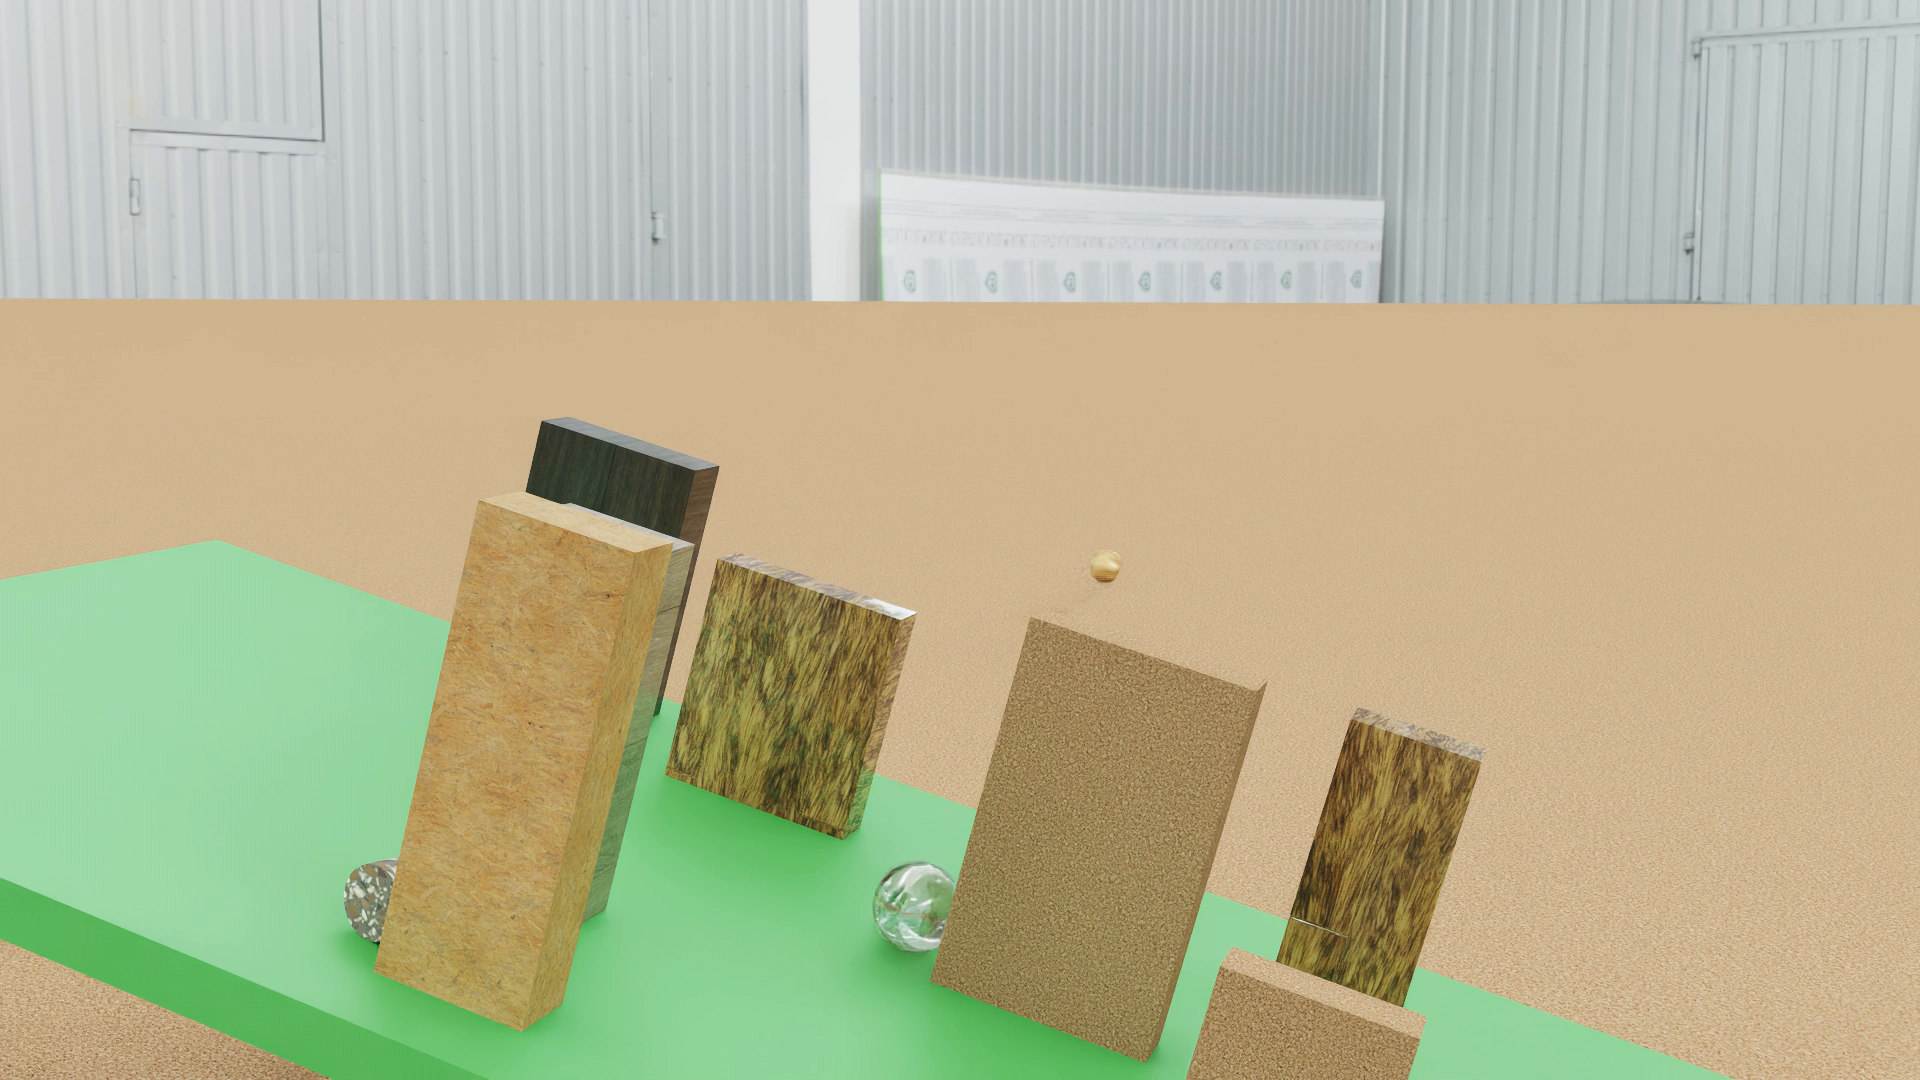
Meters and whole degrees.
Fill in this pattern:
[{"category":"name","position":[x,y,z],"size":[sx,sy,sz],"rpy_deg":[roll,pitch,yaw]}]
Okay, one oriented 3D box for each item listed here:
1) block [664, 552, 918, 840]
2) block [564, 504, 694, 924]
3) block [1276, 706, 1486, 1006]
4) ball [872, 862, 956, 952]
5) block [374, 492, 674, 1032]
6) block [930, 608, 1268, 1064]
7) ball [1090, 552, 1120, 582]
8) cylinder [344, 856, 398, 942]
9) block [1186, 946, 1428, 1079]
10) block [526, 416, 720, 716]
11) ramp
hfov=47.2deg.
[{"category":"block","position":[-0.370,0.335,4.770],"size":[0.430,0.502,0.110],"rpy_deg":[18,11,14]},{"category":"block","position":[-0.691,0.311,3.936],"size":[0.251,0.705,0.115],"rpy_deg":[18,11,14]},{"category":"block","position":[0.772,0.677,4.168],"size":[0.248,0.666,0.120],"rpy_deg":[18,11,14]},{"category":"ball","position":[-0.081,0.702,4.203],"size":[0.172,0.172,0.172],"rpy_deg":[0,7,0]},{"category":"block","position":[-0.697,0.349,3.496],"size":[0.273,0.799,0.139],"rpy_deg":[18,11,14]},{"category":"block","position":[0.249,0.536,4.027],"size":[0.427,0.721,0.119],"rpy_deg":[18,11,14]},{"category":"ball","position":[0.875,0.165,13.272],"size":[0.182,0.182,0.182],"rpy_deg":[0,7,0]},{"category":"cylinder","position":[-0.939,0.597,3.693],"size":[0.130,0.130,0.130],"rpy_deg":[4,4,30]},{"category":"block","position":[0.497,0.888,3.376],"size":[0.312,0.431,0.104],"rpy_deg":[18,11,14]},{"category":"block","position":[-0.841,0.069,5.153],"size":[0.399,0.619,0.140],"rpy_deg":[18,11,14]},{"category":"ramp","position":[-0.383,0.756,4.244],"size":[4.000,0.100,2.000],"rpy_deg":[18,11,14]}]
